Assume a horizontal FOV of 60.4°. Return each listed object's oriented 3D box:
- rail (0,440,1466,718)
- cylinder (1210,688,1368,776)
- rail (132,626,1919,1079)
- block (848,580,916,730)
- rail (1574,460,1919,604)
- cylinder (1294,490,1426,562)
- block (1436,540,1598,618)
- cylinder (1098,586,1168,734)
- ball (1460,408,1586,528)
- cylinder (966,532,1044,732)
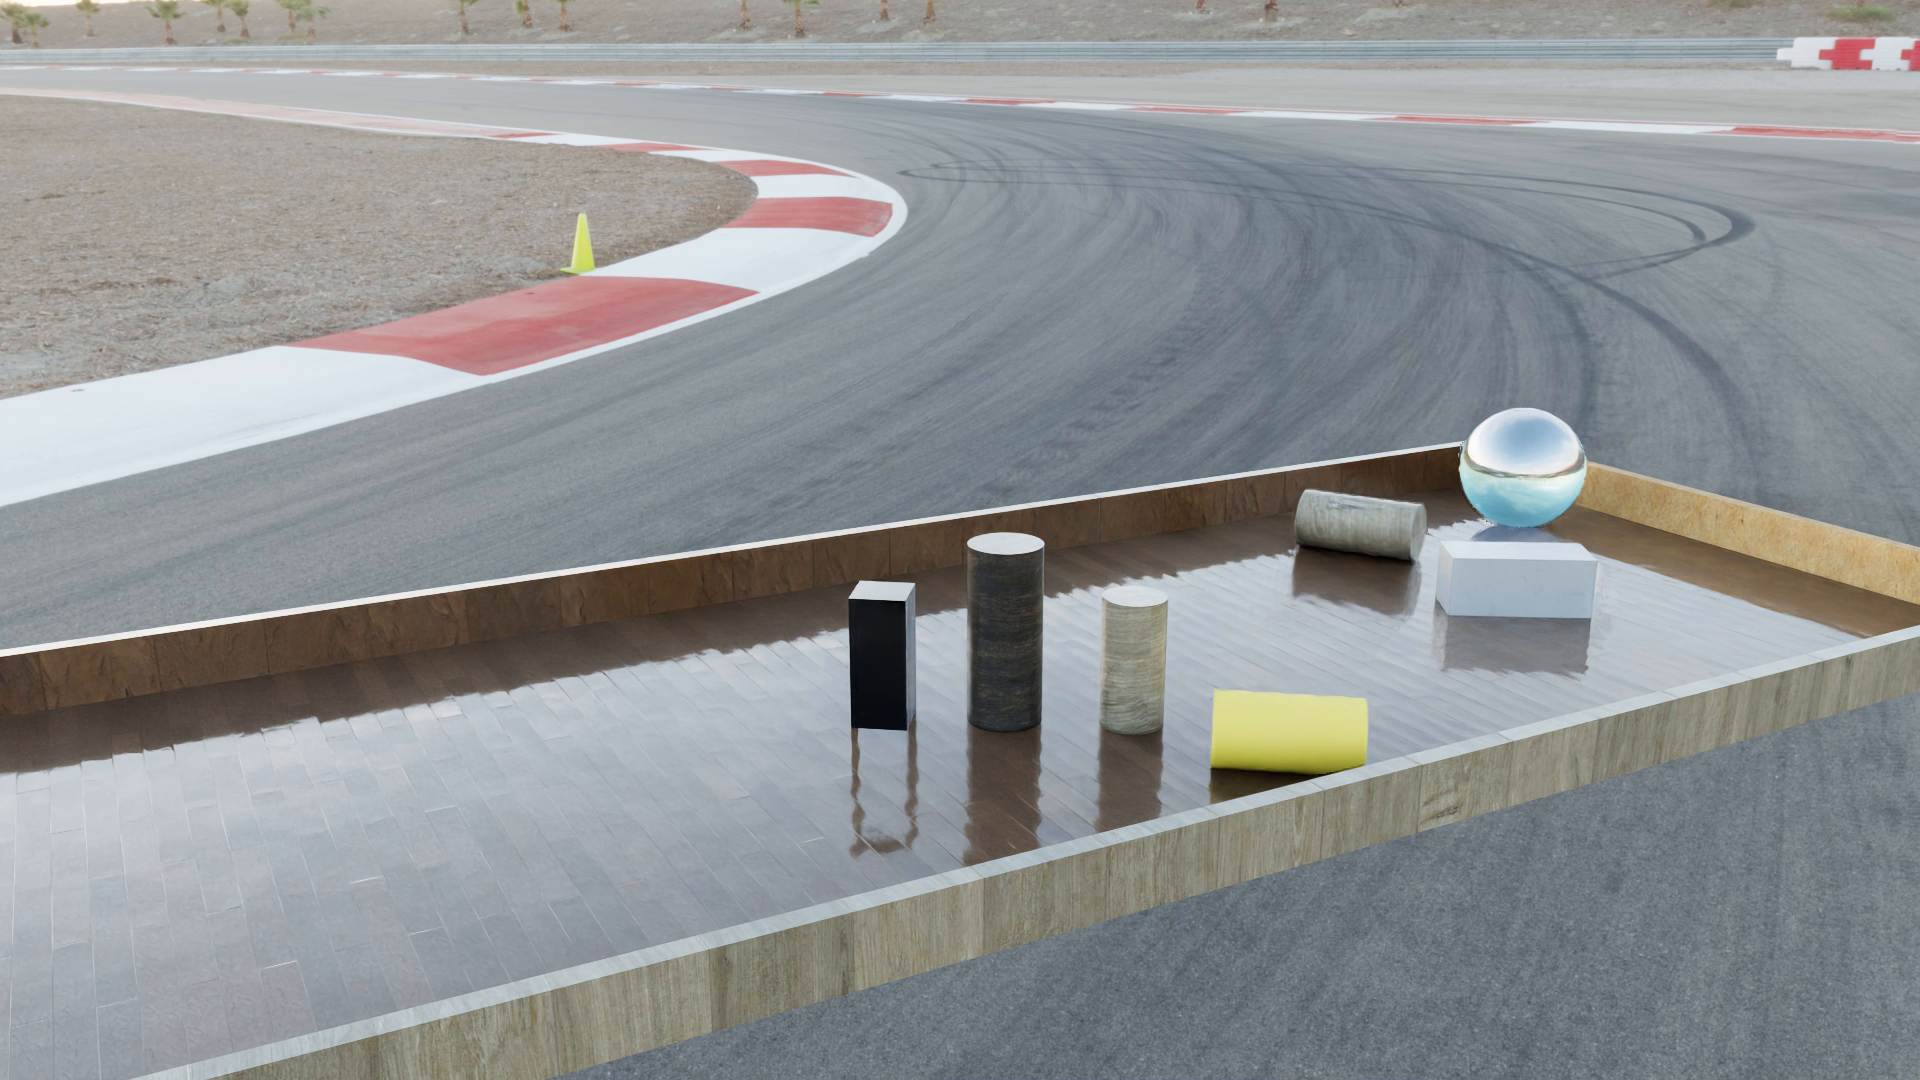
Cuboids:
[{"bbox_3d":[-3.305,0.497,3.399,12.000,0.150,0.050,-9,18,-27],"label":"rail"},{"bbox_3d":[0.718,0.422,3.615,0.326,0.172,0.172,3,17,9],"label":"cylinder"},{"bbox_3d":[-2.336,1.006,1.665,12.000,0.150,0.050,-9,18,-27],"label":"rail"},{"bbox_3d":[-0.180,0.271,3.868,0.132,0.319,0.132,2,17,8],"label":"block"},{"bbox_3d":[2.466,-0.048,5.253,0.050,0.150,2.100,-9,18,-27],"label":"rail"},{"bbox_3d":[1.261,-0.047,5.197,0.367,0.178,0.178,9,19,29],"label":"cylinder"},{"bbox_3d":[1.574,0.111,4.680,0.395,0.168,0.168,1,16,3],"label":"block"},{"bbox_3d":[0.404,0.280,3.849,0.152,0.313,0.152,0,16,0],"label":"cylinder"},{"bbox_3d":[1.860,-0.238,5.458,0.399,0.399,0.399,0,16,0],"label":"ball"},{"bbox_3d":[0.105,0.215,3.854,0.178,0.433,0.178,0,16,0],"label":"cylinder"}]
